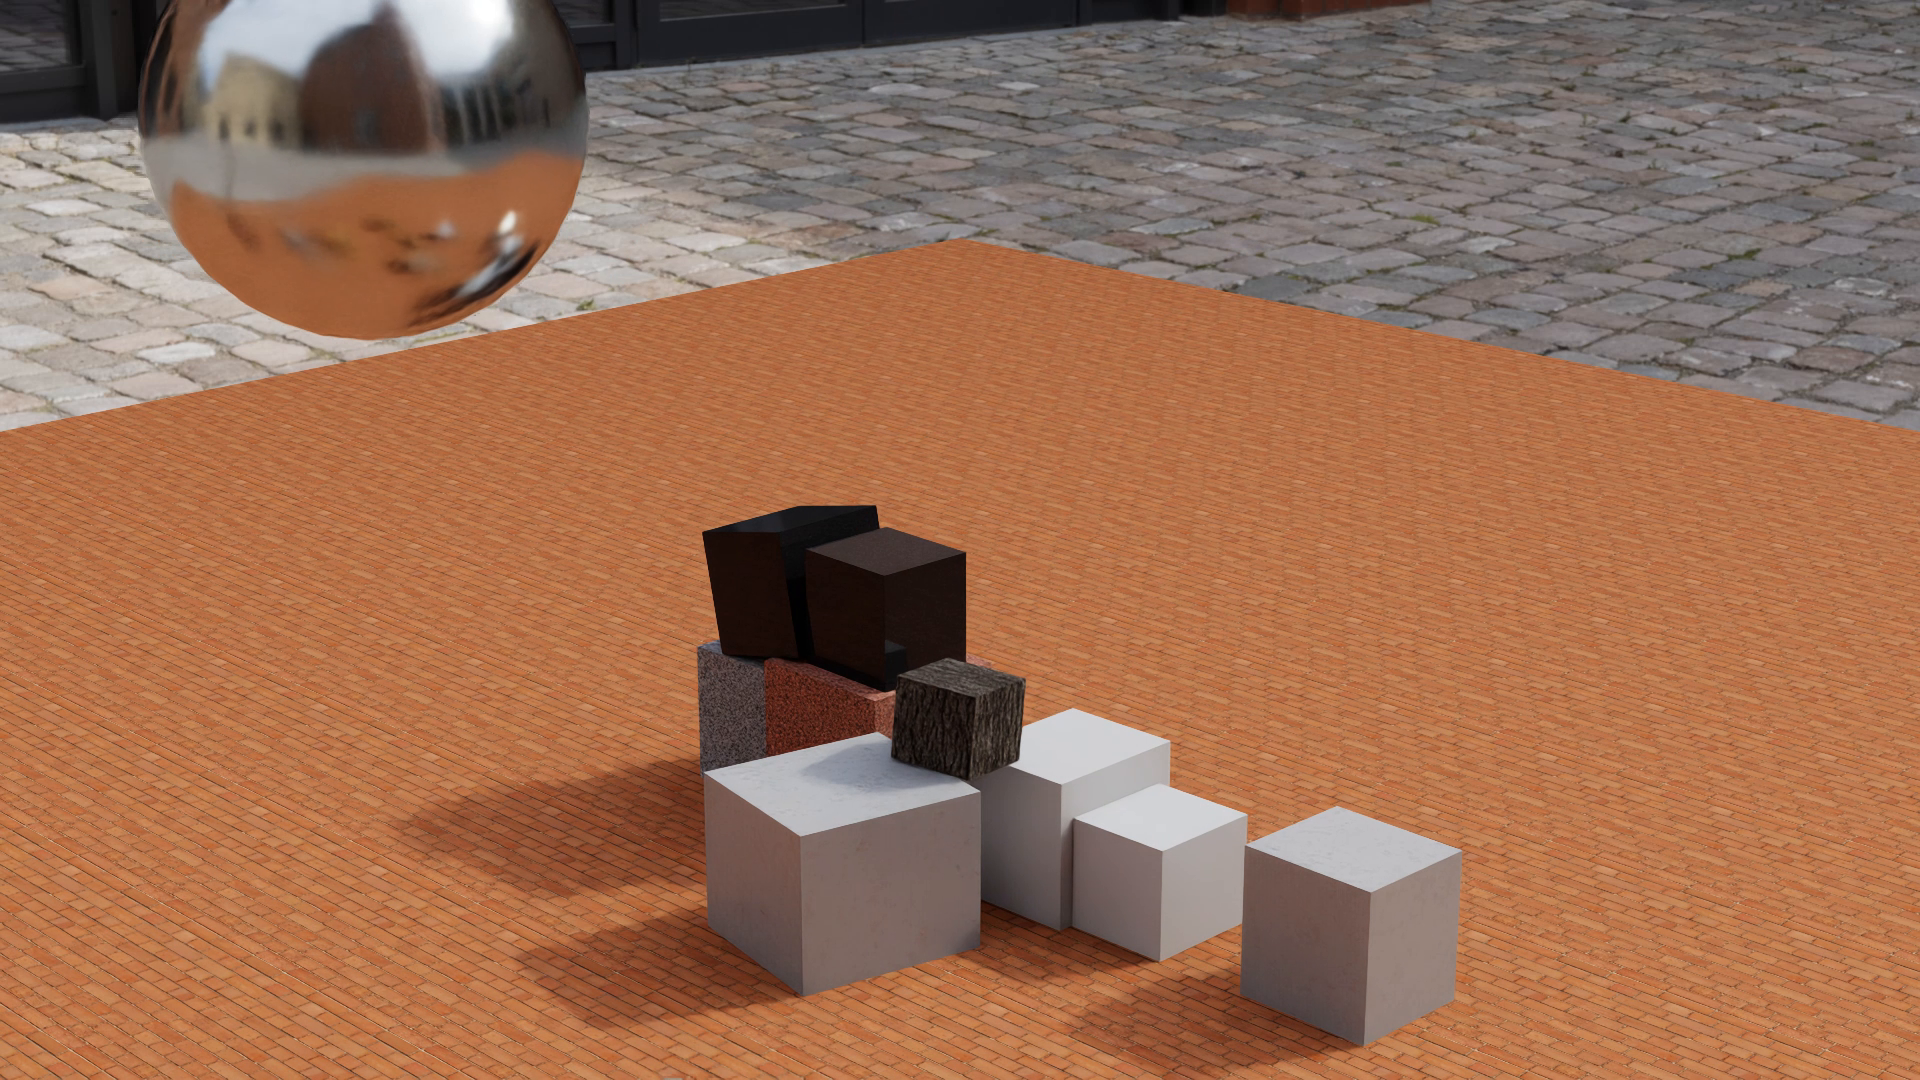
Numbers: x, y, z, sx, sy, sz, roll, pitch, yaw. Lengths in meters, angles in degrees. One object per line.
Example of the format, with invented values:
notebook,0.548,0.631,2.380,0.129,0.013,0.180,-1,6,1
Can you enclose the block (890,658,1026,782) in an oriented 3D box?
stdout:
block,-0.006,0.781,12.843,0.416,0.378,0.395,14,17,32

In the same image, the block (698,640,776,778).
block,-0.858,0.842,14.513,0.651,0.691,0.572,-17,24,-42

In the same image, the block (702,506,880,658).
block,-0.781,0.194,14.224,0.626,0.608,0.580,-16,11,-42

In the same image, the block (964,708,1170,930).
block,0.480,1.248,13.219,0.595,0.693,0.723,16,24,42

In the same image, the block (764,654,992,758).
block,-0.391,0.947,14.035,0.752,0.778,0.770,-16,24,-42

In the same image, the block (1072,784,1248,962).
block,0.876,1.451,12.869,0.513,0.515,0.566,17,24,42

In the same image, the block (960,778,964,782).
block,0.070,1.198,13.619,0.517,0.548,0.518,-17,24,-42

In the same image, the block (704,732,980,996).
block,-0.512,1.387,12.719,0.887,0.727,0.839,-11,21,-31

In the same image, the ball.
ball,-2.148,-1.525,10.611,1.600,1.600,1.600,0,17,0

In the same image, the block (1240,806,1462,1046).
block,1.618,1.589,12.159,0.600,0.678,0.658,-16,24,-41

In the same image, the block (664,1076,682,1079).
block,-0.834,2.260,10.325,0.590,0.496,0.491,4,18,13

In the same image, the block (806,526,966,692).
block,-0.348,0.320,13.784,0.513,0.568,0.555,-16,23,-41
